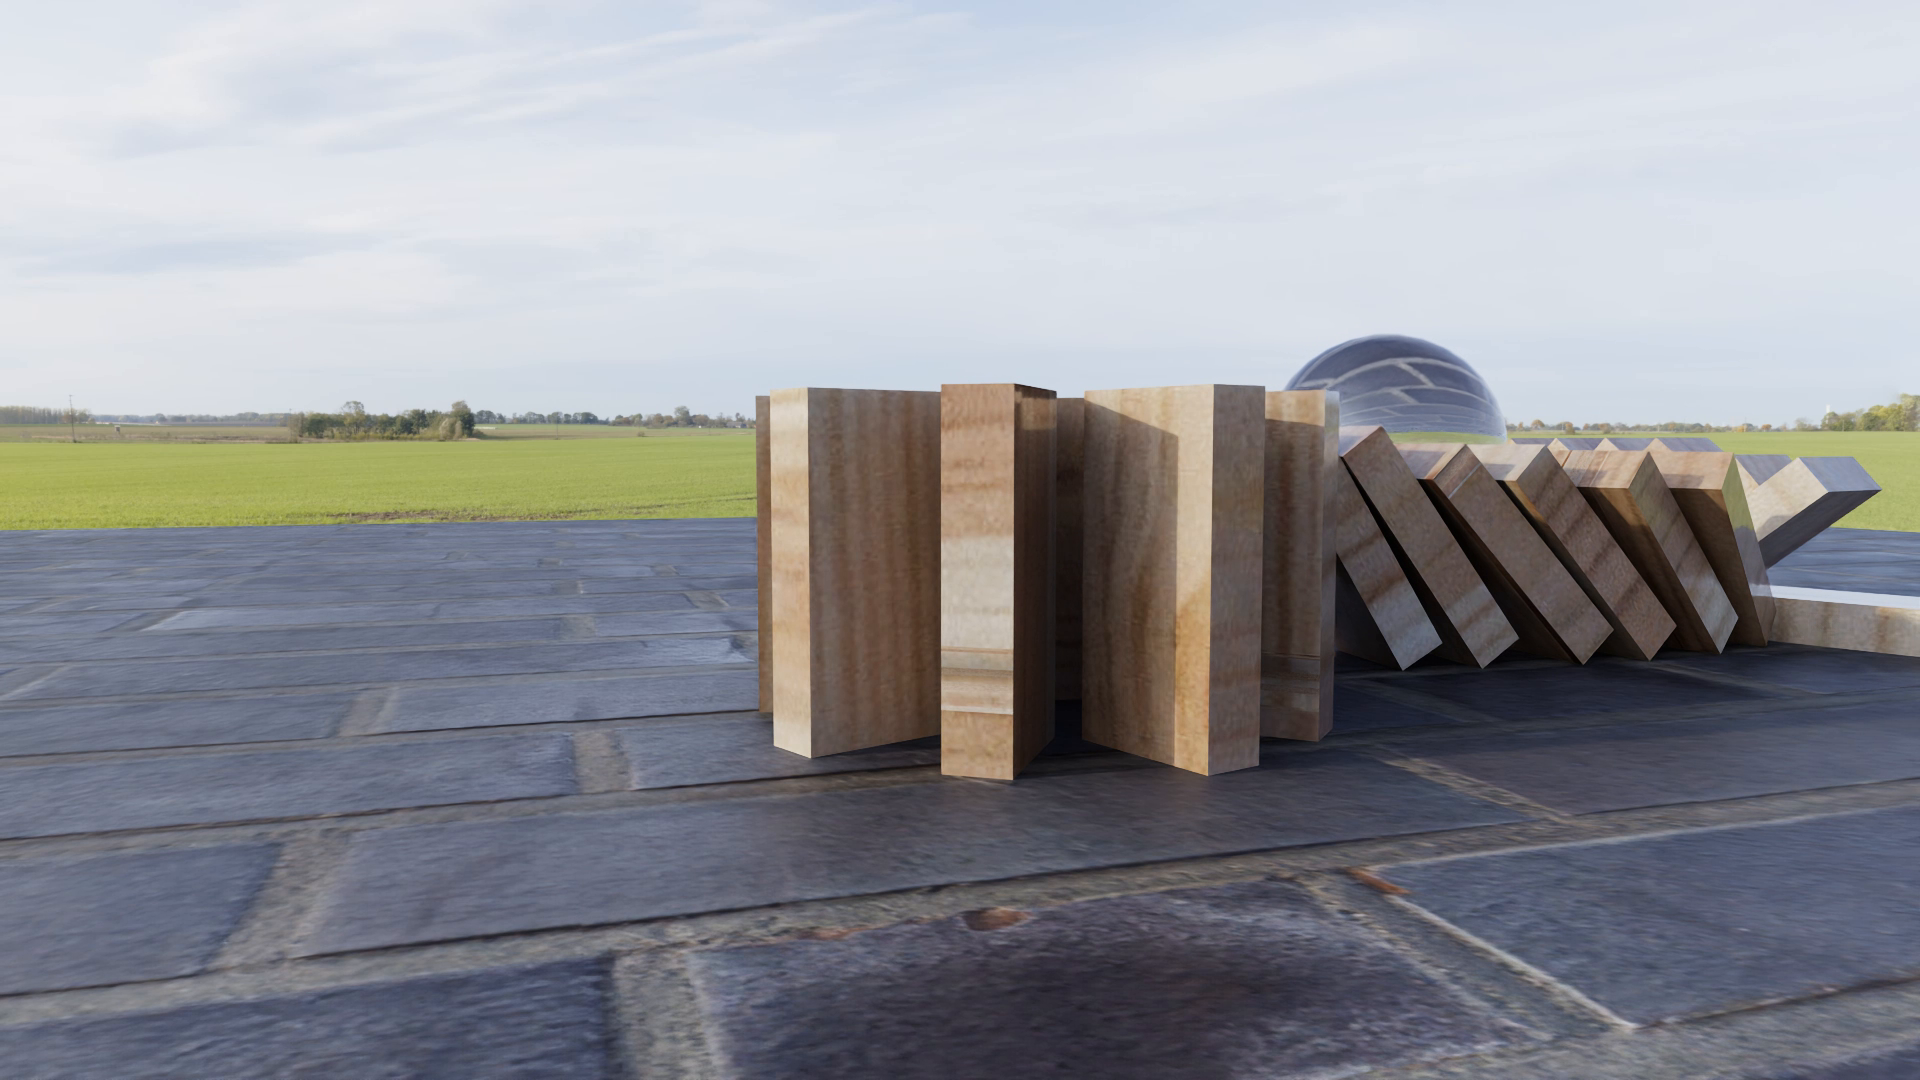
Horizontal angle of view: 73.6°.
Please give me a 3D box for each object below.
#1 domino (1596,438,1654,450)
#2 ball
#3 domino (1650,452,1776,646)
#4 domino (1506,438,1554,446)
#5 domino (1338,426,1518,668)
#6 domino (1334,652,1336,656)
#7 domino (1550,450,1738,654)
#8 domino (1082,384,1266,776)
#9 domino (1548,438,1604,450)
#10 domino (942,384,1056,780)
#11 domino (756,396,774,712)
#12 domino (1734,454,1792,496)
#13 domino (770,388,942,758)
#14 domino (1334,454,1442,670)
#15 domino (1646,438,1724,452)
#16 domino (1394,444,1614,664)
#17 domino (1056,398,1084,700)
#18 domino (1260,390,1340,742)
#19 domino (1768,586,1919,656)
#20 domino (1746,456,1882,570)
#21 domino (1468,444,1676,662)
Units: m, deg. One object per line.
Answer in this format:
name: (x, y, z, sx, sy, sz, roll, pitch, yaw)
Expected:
domino: (0.161, -0.005, 0.334, 0.025, 0.050, 0.009, -3, 46, -35)
ball: (0.145, -0.031, 0.441, 0.080, 0.080, 0.080, 0, 4, 0)
domino: (0.150, 0.002, 0.267, 0.025, 0.009, 0.050, 5, -36, 46)
domino: (0.147, -0.006, 0.354, 0.025, 0.050, 0.009, -3, 46, -35)
domino: (0.086, 0.001, 0.251, 0.009, 0.050, 0.025, -37, 10, -7)
domino: (0.055, -0.001, 0.247, 0.010, 0.050, 0.025, -20, 8, -9)
domino: (0.135, 0.002, 0.261, 0.050, 0.010, 0.025, 47, -21, -27)
domino: (0.029, 0.004, 0.176, 0.009, 0.050, 0.025, -3, 5, -35)
domino: (0.154, -0.005, 0.344, 0.025, 0.050, 0.009, -3, 46, -35)
domino: (0.006, 0.004, 0.174, 0.010, 0.050, 0.025, 1, 4, 16)
domino: (-0.020, 0.002, 0.208, 0.025, 0.050, 0.010, -1, 4, -8)
domino: (0.175, -0.001, 0.309, 0.025, 0.009, 0.050, -2, -36, -33)
domino: (-0.014, 0.004, 0.184, 0.025, 0.050, 0.009, -4, 6, -40)
domino: (0.072, 0.000, 0.249, 0.010, 0.050, 0.025, -33, 9, -7)
domino: (0.168, -0.004, 0.323, 0.025, 0.050, 0.010, -3, 46, -35)
domino: (0.103, 0.002, 0.254, 0.009, 0.050, 0.025, -46, 14, -8)
domino: (0.017, 0.001, 0.224, 0.009, 0.050, 0.025, -1, 4, -10)
domino: (0.042, 0.003, 0.191, 0.025, 0.050, 0.010, 2, 5, 28)
domino: (0.191, 0.017, 0.278, 0.025, 0.009, 0.050, -3, 5, -38)
domino: (0.181, 0.001, 0.296, 0.025, 0.010, 0.050, -3, -35, -32)
domino: (0.118, 0.002, 0.257, 0.010, 0.050, 0.025, -47, 18, -11)
